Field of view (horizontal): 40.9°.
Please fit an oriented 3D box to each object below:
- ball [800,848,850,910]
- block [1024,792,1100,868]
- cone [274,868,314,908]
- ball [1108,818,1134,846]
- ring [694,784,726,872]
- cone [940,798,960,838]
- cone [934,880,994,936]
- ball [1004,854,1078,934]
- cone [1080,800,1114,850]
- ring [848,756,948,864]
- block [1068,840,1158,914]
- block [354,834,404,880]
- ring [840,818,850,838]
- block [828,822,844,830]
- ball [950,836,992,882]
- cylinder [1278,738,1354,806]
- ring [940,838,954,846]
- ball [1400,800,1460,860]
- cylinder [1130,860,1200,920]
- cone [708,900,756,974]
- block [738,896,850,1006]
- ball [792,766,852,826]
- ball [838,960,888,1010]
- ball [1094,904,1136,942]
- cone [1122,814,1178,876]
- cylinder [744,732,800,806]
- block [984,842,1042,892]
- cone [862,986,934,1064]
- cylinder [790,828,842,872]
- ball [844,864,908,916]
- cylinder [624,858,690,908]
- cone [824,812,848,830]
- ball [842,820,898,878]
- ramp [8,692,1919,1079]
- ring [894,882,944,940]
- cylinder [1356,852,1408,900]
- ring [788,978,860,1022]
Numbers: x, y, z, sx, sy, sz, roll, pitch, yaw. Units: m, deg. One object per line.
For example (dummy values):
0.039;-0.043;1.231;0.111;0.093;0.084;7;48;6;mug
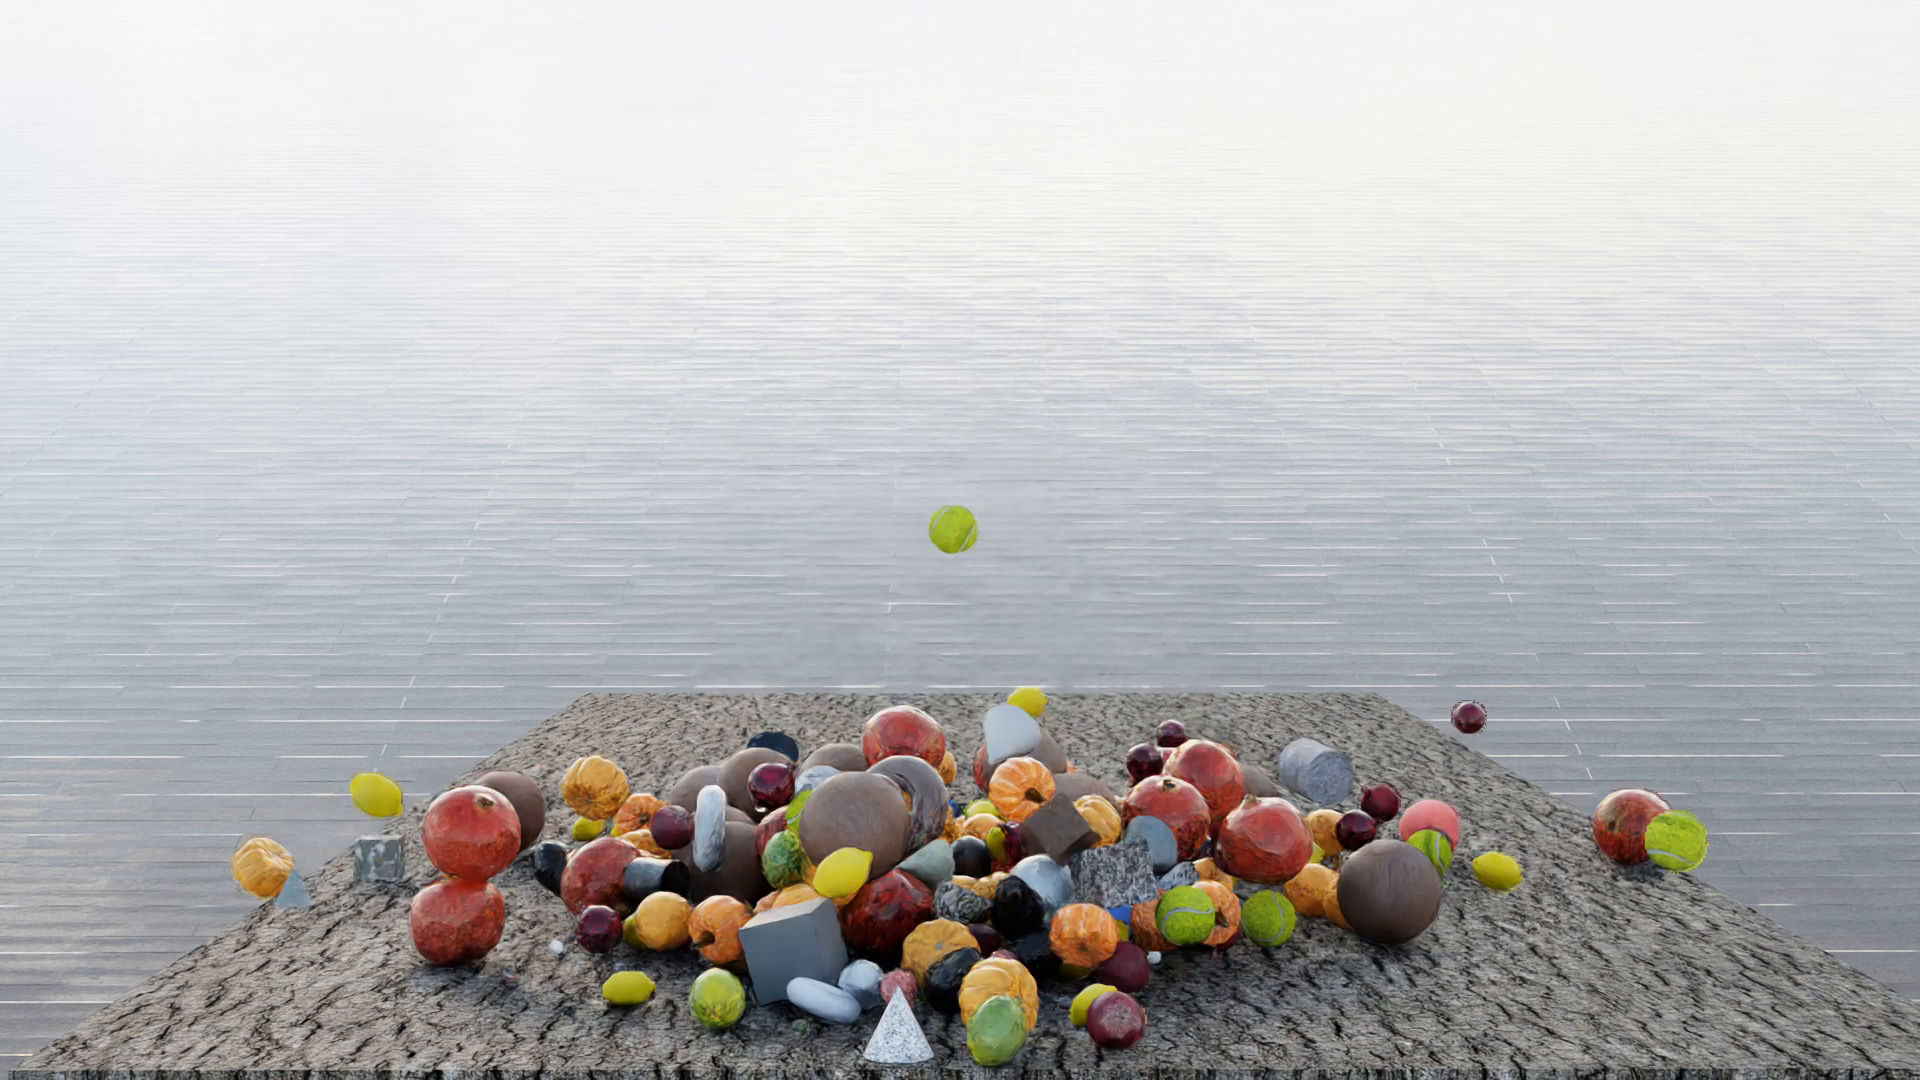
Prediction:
-0.170;0.452;3.431;0.083;0.083;0.083;0;24;0;ball
0.119;0.339;3.008;0.057;0.057;0.057;-38;67;1;block
-0.900;0.466;3.483;0.053;0.053;0.053;0;2;0;cone
0.254;0.444;3.767;0.076;0.076;0.076;0;24;0;ball
-0.317;0.365;3.261;0.037;0.110;0.110;4;24;-5;ring
-0.049;0.428;4.030;0.071;0.071;0.071;-14;14;-27;cone
0.013;0.422;2.972;0.064;0.064;0.064;-8;19;27;cone
0.099;0.419;3.050;0.095;0.095;0.095;0;24;0;ball
0.224;0.457;3.926;0.090;0.090;0.090;27;17;-19;cone
-0.078;0.338;3.227;0.141;0.141;0.047;20;-7;37;ring
0.176;0.388;2.966;0.069;0.069;0.069;-6;-10;-25;block
-0.832;0.455;3.696;0.058;0.058;0.058;0;0;0;block
-0.128;0.412;3.591;0.078;0.026;0.078;6;60;-10;ring
-0.165;0.452;3.872;0.053;0.053;0.053;-1;2;-24;block
0.011;0.405;3.271;0.059;0.059;0.059;0;24;0;ball
0.517;0.337;3.747;0.081;0.081;0.081;-9;12;-20;cylinder
-0.035;0.463;3.799;0.110;0.037;0.110;2;3;0;ring
0.704;0.434;3.860;0.090;0.090;0.090;0;24;0;ball
0.265;0.457;3.387;0.075;0.075;0.075;2;21;35;cylinder
-0.230;0.486;3.020;0.097;0.097;0.097;27;27;0;cone
-0.183;0.456;2.869;0.086;0.086;0.086;-15;2;13;block
-0.183;0.339;3.421;0.081;0.081;0.081;0;24;0;ball
-0.107;0.488;2.824;0.054;0.054;0.054;0;24;0;ball
0.193;0.472;3.200;0.053;0.053;0.053;0;24;0;ball
0.212;0.387;3.156;0.079;0.079;0.079;18;25;35;cone
-0.325;0.394;4.435;0.091;0.091;0.091;4;46;-5;cylinder
0.074;0.459;3.601;0.059;0.059;0.059;1;2;34;block
-0.062;0.486;2.611;0.072;0.072;0.072;0;2;0;cone
-0.193;0.435;3.596;0.063;0.063;0.063;24;7;42;cylinder
-0.107;0.438;3.284;0.082;0.082;0.082;0;24;0;ball
-0.387;0.437;3.284;0.060;0.060;0.060;0;21;32;cylinder
-0.168;0.455;4.043;0.081;0.081;0.081;-7;31;-15;cone
-0.109;0.375;3.131;0.070;0.070;0.070;0;24;0;ball
0.056;0.506;4.550;2.000;0.100;4.000;0;2;0;ramp
-0.041;0.466;3.243;0.089;0.030;0.089;-11;43;11;ring
0.574;0.457;3.502;0.050;0.050;0.050;-26;13;27;cylinder
-0.147;0.495;2.769;0.084;0.028;0.084;21;-2;1;ring
